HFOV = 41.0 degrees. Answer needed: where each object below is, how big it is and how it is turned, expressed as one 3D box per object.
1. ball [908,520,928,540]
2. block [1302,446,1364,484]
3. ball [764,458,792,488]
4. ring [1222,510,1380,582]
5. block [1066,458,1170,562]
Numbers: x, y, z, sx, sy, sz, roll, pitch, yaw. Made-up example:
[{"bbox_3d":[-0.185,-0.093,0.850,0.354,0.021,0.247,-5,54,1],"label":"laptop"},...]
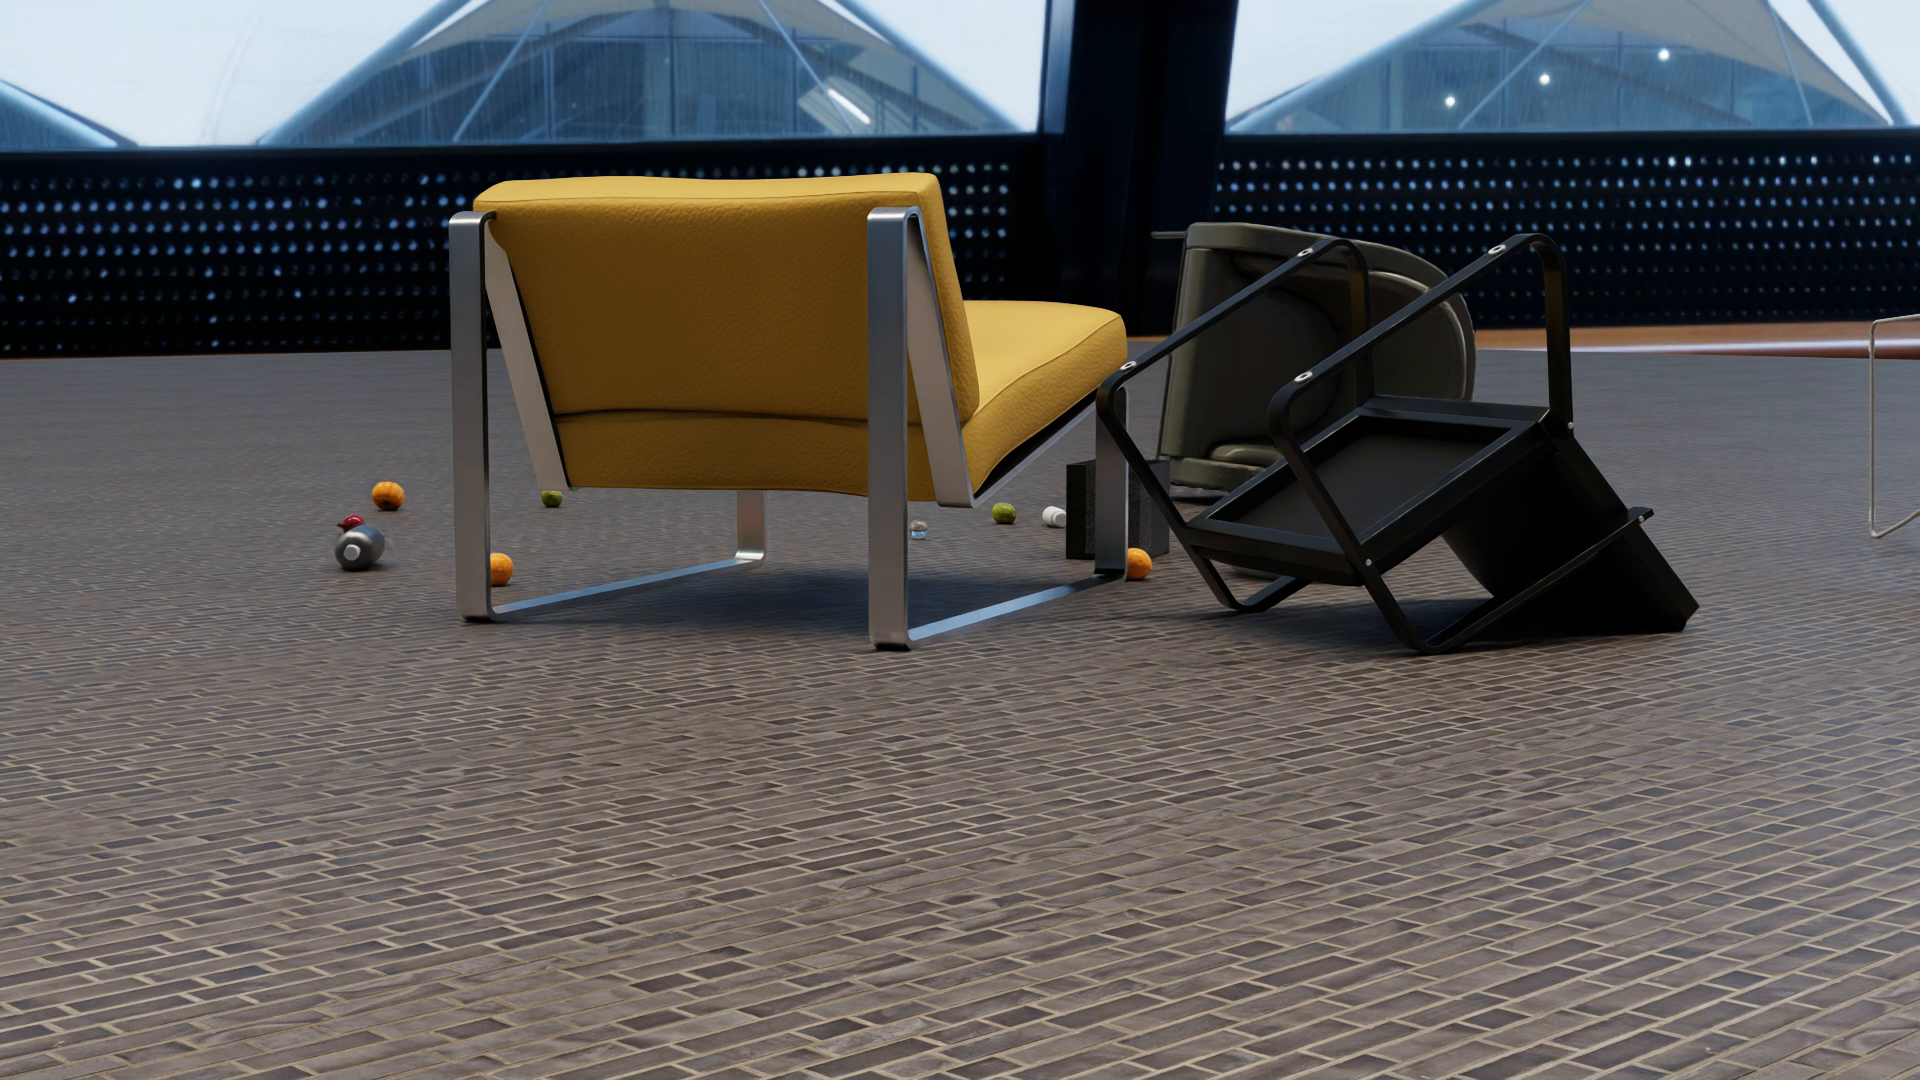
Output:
[{"bbox_3d":[-0.104,-0.026,6.424,0.050,0.050,0.050,0,6,0],"label":"ball"},{"bbox_3d":[1.193,-0.240,8.197,0.153,0.112,0.150,3,7,30],"label":"block"},{"bbox_3d":[-0.568,-0.210,8.010,0.092,0.092,0.092,0,6,0],"label":"ball"},{"bbox_3d":[0.752,0.012,5.653,0.348,0.135,0.345,-2,7,-28],"label":"ring"},{"bbox_3d":[0.373,-0.072,6.034,0.180,0.220,0.218,2,6,23],"label":"block"}]
